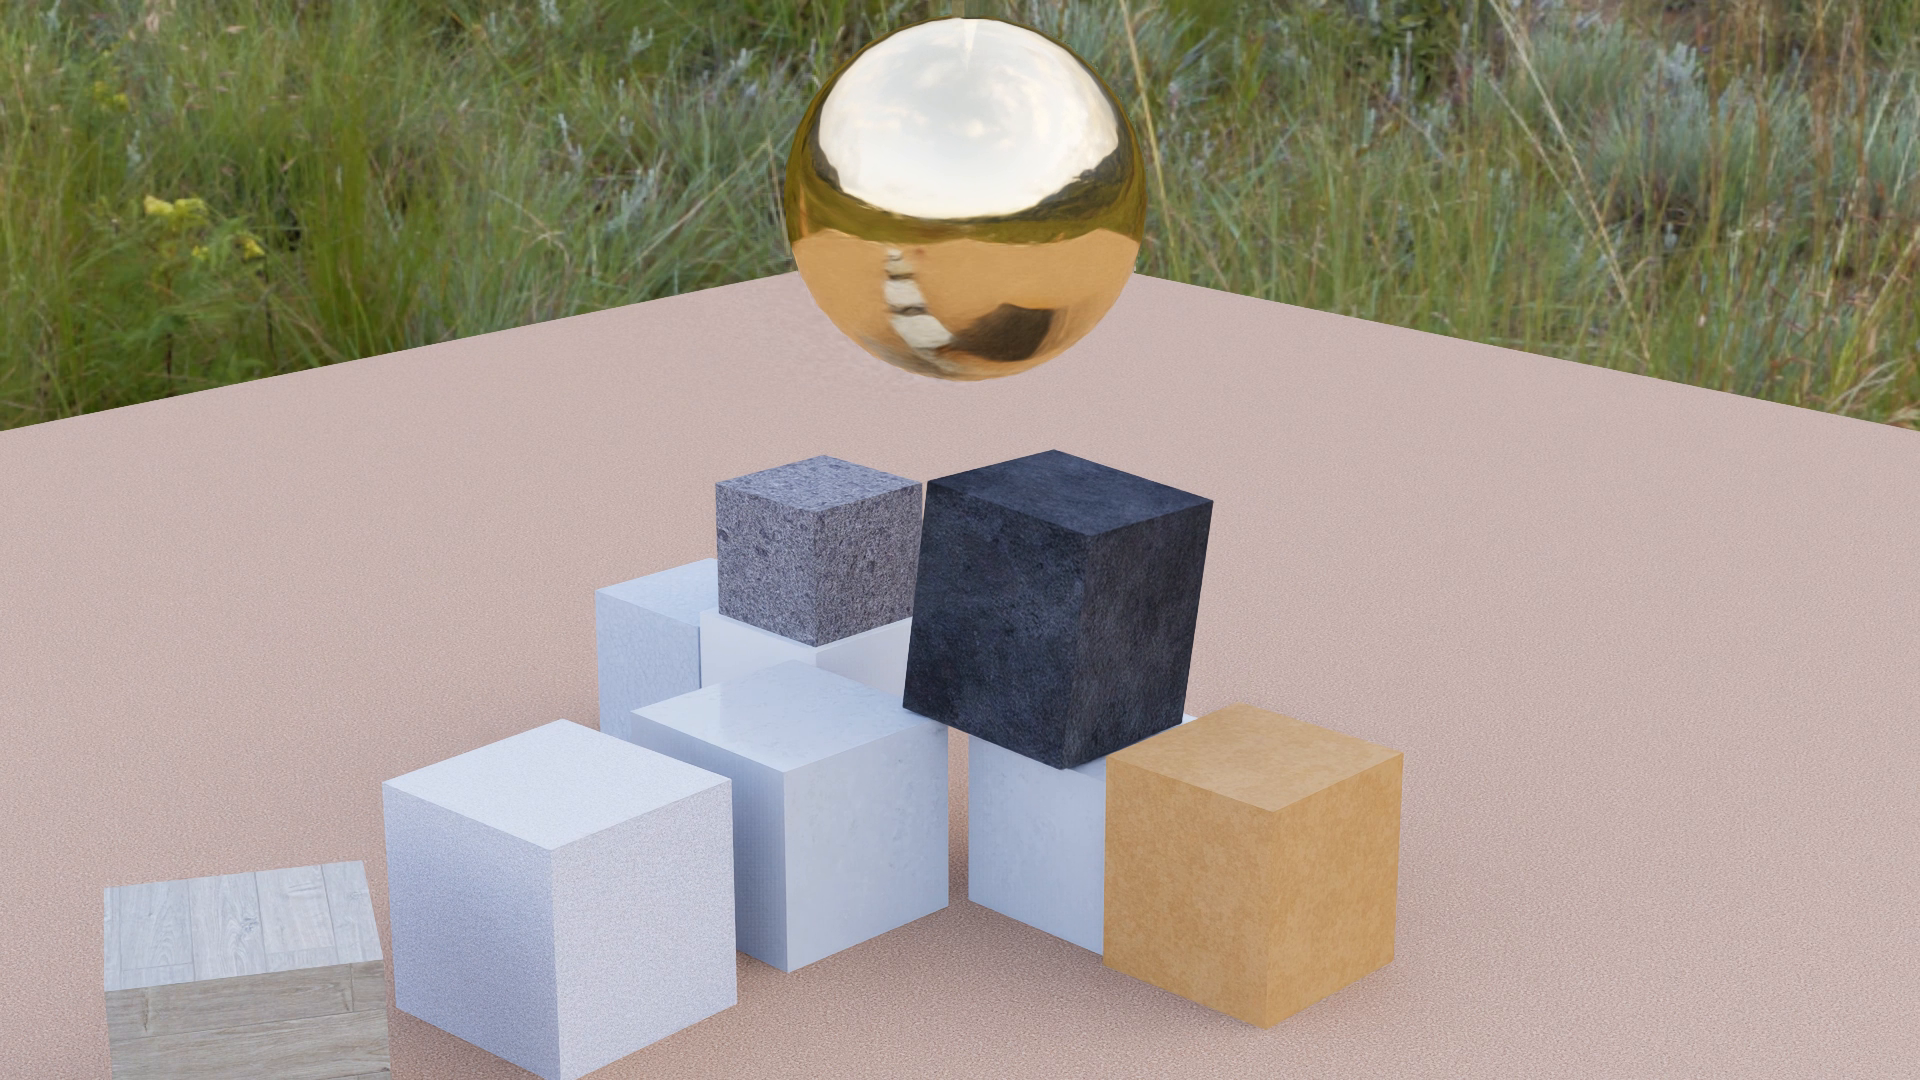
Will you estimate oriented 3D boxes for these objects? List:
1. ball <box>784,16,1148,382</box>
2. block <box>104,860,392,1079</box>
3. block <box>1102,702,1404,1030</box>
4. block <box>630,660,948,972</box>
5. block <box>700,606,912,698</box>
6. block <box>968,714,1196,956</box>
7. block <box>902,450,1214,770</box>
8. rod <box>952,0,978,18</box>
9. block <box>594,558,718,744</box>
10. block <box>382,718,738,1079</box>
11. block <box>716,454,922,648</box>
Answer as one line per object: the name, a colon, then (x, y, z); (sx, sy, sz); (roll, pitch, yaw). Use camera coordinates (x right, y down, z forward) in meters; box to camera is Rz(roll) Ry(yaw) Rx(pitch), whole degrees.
ball: (0.024, -1.498, 12.896); (1.600, 1.600, 1.600); (0, 17, 0)
block: (-2.647, 1.849, 10.914); (0.961, 0.928, 0.910); (-5, 18, -15)
block: (1.237, 1.355, 12.430); (0.879, 0.960, 0.890); (16, 23, 41)
block: (-0.751, 1.196, 13.007); (1.012, 0.918, 0.964); (17, 24, 42)
block: (-0.679, 0.785, 14.327); (0.833, 0.911, 0.813); (17, 24, 42)
block: (0.638, 1.234, 13.077); (0.854, 0.804, 0.841); (-17, 24, -42)
block: (0.425, 0.281, 12.811); (0.874, 1.044, 0.908); (19, 22, 35)
rod: (0.011, -4.738, 11.864); (0.080, 5.200, 0.080); (17, 24, 42)
block: (-1.288, 0.655, 14.869); (0.760, 0.835, 0.797); (-17, 24, -42)
block: (-1.634, 1.455, 12.037); (1.034, 1.005, 0.963); (15, 23, 39)
block: (-0.673, 0.041, 14.078); (0.702, 0.658, 0.693); (-17, 24, -42)
